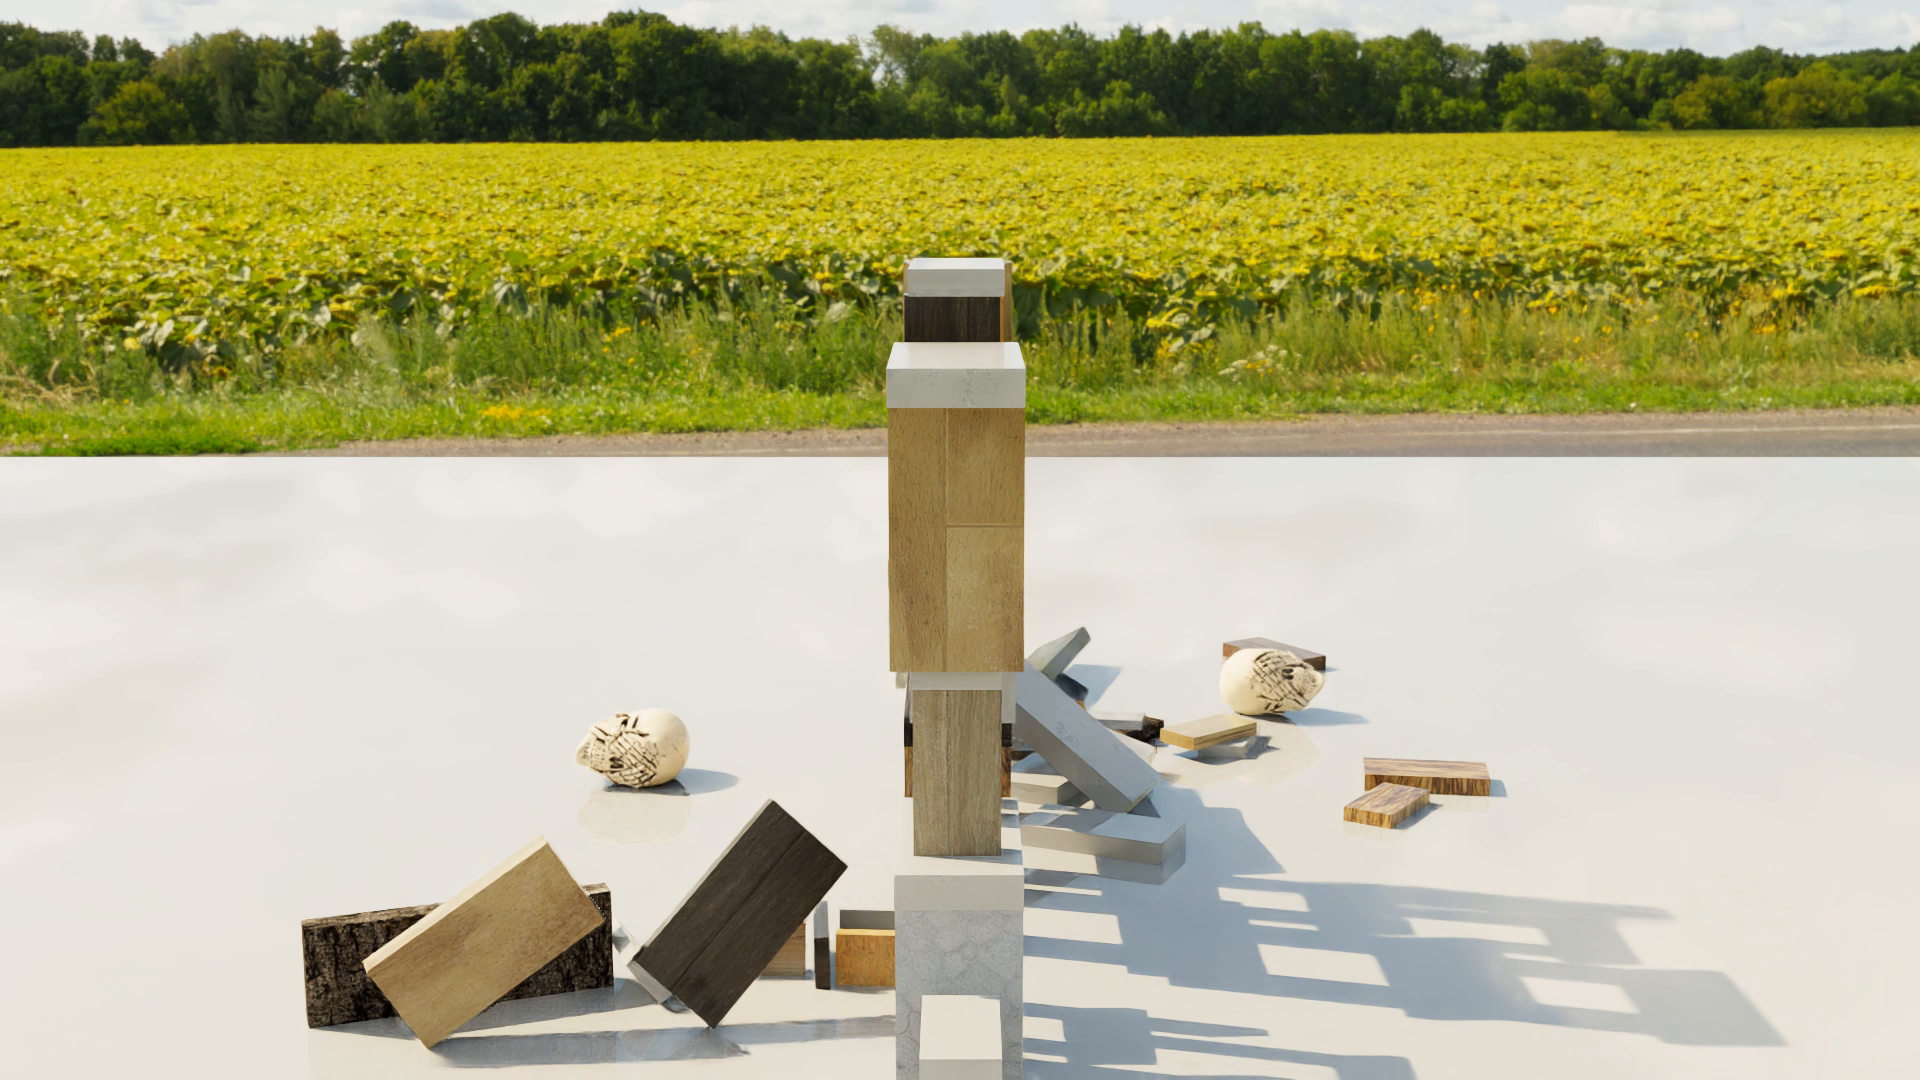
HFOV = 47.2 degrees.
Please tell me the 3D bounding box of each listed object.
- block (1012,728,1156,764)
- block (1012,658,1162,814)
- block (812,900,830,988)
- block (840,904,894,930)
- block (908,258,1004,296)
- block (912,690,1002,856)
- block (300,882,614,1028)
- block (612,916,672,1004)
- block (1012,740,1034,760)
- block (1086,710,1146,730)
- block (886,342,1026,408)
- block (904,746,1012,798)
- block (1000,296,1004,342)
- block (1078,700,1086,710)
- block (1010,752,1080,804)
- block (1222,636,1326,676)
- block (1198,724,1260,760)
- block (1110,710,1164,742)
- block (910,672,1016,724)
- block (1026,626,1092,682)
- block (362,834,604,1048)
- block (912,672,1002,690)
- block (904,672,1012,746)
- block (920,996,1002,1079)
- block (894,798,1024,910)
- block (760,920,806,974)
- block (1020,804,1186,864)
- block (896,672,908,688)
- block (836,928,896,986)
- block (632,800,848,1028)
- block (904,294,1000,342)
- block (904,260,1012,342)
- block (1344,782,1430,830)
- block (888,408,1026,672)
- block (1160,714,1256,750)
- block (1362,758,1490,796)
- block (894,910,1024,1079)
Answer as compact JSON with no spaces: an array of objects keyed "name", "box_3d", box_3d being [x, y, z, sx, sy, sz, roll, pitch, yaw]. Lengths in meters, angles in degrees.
[{"name":"block","box_3d":[0.243,0.397,4.336,0.261,0.037,0.130,20,18,18]},{"name":"block","box_3d":[0.204,0.371,4.159,0.359,0.051,0.180,40,22,12]},{"name":"block","box_3d":[-0.210,0.612,3.332,0.023,0.080,0.159,-2,11,-4]},{"name":"block","box_3d":[-0.104,0.603,3.379,0.159,0.080,0.023,1,11,4]},{"name":"block","box_3d":[-0.004,-0.394,3.293,0.139,0.039,0.278,0,11,0]},{"name":"block","box_3d":[-0.003,0.284,2.738,0.109,0.219,0.031,0,10,0]},{"name":"block","box_3d":[-0.726,0.602,3.200,0.437,0.148,0.042,-4,11,-21]},{"name":"block","box_3d":[-0.479,0.623,3.266,0.024,0.084,0.167,-40,20,-9]},{"name":"block","box_3d":[0.128,0.429,4.483,0.141,0.020,0.071,1,11,7]},{"name":"block","box_3d":[0.312,0.375,4.589,0.141,0.020,0.071,2,11,11]},{"name":"block","box_3d":[-0.005,-0.205,2.709,0.162,0.046,0.323,0,11,0]},{"name":"block","box_3d":[-0.003,0.467,3.434,0.164,0.328,0.047,0,11,0]},{"name":"block","box_3d":[-0.003,-0.255,3.411,0.139,0.278,0.039,0,10,0]},{"name":"block","box_3d":[0.188,0.373,4.612,0.141,0.020,0.071,-21,2,39]},{"name":"block","box_3d":[0.180,0.456,4.283,0.135,0.038,0.271,5,12,25]},{"name":"block","box_3d":[0.750,0.277,5.263,0.118,0.033,0.236,-7,13,-33]},{"name":"block","box_3d":[0.559,0.412,4.553,0.094,0.027,0.187,3,11,18]},{"name":"block","box_3d":[0.307,0.404,4.577,0.118,0.033,0.236,9,14,40]},{"name":"block","box_3d":[0.004,0.115,3.301,0.159,0.319,0.045,0,11,0]},{"name":"block","box_3d":[0.170,0.303,4.957,0.131,0.037,0.622,-27,2,18]},{"name":"block","box_3d":[-0.662,0.559,3.066,0.295,0.148,0.042,-35,22,-11]},{"name":"block","box_3d":[-0.004,0.148,2.787,0.109,0.031,0.219,0,11,0]},{"name":"block","box_3d":[-0.003,0.262,3.507,0.164,0.047,0.329,0,11,0]},{"name":"block","box_3d":[0.001,0.585,2.591,0.094,0.027,0.188,0,11,0]},{"name":"block","box_3d":[-0.001,0.400,2.832,0.158,0.045,0.317,0,11,0]},{"name":"block","box_3d":[-0.335,0.612,3.319,0.204,0.084,0.024,0,11,-1]},{"name":"block","box_3d":[0.253,0.523,3.924,0.271,0.038,0.135,5,12,24]},{"name":"block","box_3d":[-0.109,0.170,4.418,0.037,0.261,0.131,1,53,0]},{"name":"block","box_3d":[-0.105,0.623,3.274,0.159,0.080,0.023,1,11,4]},{"name":"block","box_3d":[-0.312,0.531,3.134,0.295,0.148,0.042,-50,9,-15]},{"name":"block","box_3d":[-0.012,-0.222,3.234,0.139,0.278,0.039,0,11,-2]},{"name":"block","box_3d":[-0.003,-0.274,3.707,0.180,0.388,0.051,0,10,3]},{"name":"block","box_3d":[0.798,0.495,4.108,0.094,0.027,0.187,7,13,33]},{"name":"block","box_3d":[-0.004,-0.004,2.637,0.162,0.323,0.046,0,11,0]},{"name":"block","box_3d":[0.510,0.393,4.511,0.187,0.027,0.094,-9,14,-39]},{"name":"block","box_3d":[0.905,0.460,4.278,0.236,0.033,0.118,2,11,8]},{"name":"block","box_3d":[-0.001,0.597,2.761,0.158,0.317,0.045,0,11,0]}]
